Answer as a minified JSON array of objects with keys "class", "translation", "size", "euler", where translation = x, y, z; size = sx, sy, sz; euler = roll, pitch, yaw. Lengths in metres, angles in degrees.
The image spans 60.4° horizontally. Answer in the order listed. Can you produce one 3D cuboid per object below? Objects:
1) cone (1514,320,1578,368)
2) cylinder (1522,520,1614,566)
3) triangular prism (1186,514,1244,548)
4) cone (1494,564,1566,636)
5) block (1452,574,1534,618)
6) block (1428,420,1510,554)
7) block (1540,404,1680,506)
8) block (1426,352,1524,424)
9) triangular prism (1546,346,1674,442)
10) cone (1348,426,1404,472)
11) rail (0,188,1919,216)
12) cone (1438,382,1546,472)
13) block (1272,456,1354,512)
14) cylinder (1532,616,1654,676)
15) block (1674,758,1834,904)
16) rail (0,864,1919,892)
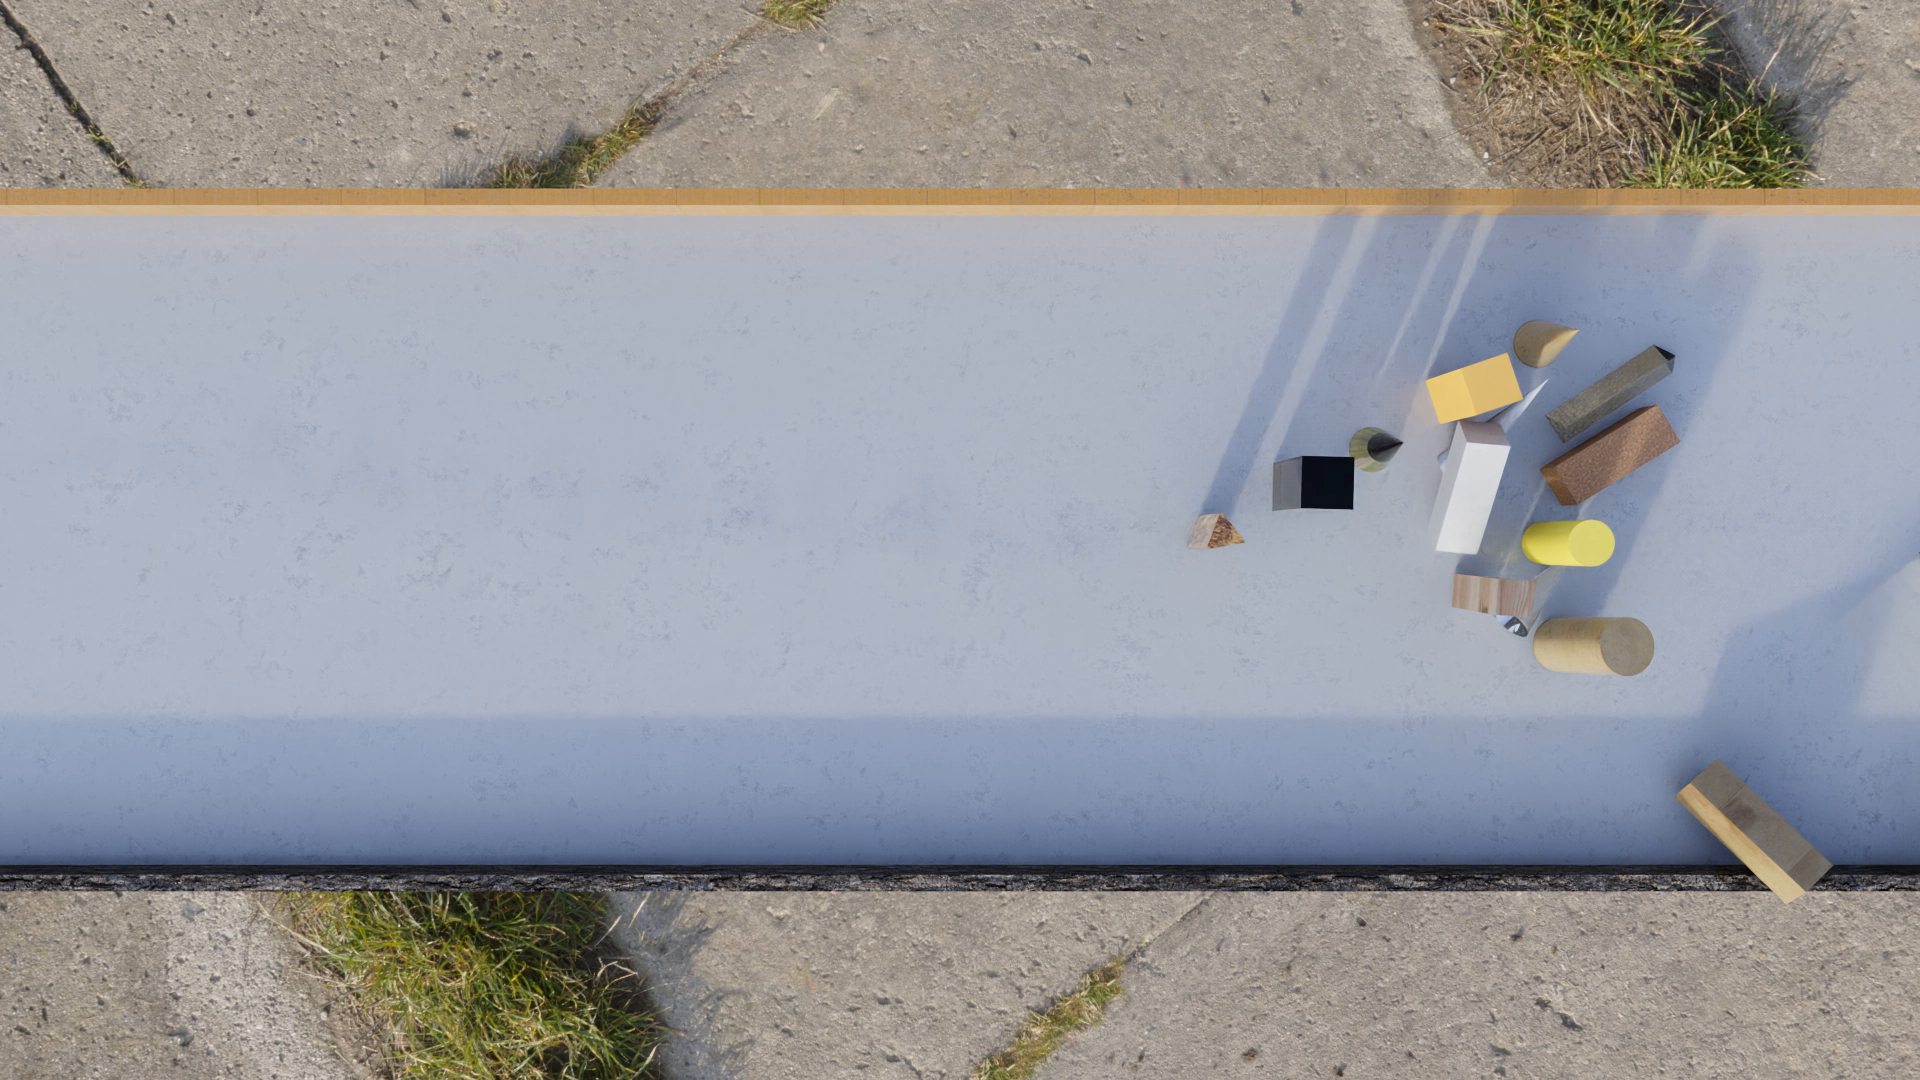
[{"class":"cone","translation":[1.777,-0.604,4.903],"size":[0.149,0.348,0.149],"euler":[0,90,0]},{"class":"cylinder","translation":[1.795,0.009,4.881],"size":[0.133,0.390,0.133],"euler":[0,90,0]},{"class":"triangular prism","translation":[0.742,-0.031,4.858],"size":[0.105,0.436,0.091],"euler":[-9,90,0]},{"class":"cone","translation":[1.788,0.132,5.045],"size":[0.128,0.128,0.336],"euler":[45,79,0]},{"class":"block","translation":[1.576,0.162,4.892],"size":[0.103,0.363,0.103],"euler":[4,91,-3]},{"class":"block","translation":[1.514,-0.155,4.915],"size":[0.126,0.126,0.384],"euler":[5,125,0]},{"class":"block","translation":[1.972,-0.256,5.010],"size":[0.361,0.132,0.132],"euler":[-31,90,0]},{"class":"block","translation":[1.522,-0.447,4.898],"size":[0.141,0.357,0.141],"euler":[-19,90,0]},{"class":"triangular prism","translation":[1.995,-0.449,5.030],"size":[0.398,0.088,0.102],"euler":[-33,90,0]},{"class":"cone","translation":[1.267,-0.278,4.891],"size":[0.140,0.371,0.140],"euler":[0,90,0]},{"class":"rail","translation":[-2.247,-1.025,5.002],"size":[12.000,0.150,0.050],"euler":[0,90,0]},{"class":"cone","translation":[1.603,-0.341,4.895],"size":[0.126,0.126,0.415],"euler":[38,130,0]},{"class":"block","translation":[1.037,-0.162,4.864],"size":[0.148,0.425,0.148],"euler":[1,90,0]},{"class":"cylinder","translation":[1.868,0.312,4.877],"size":[0.169,0.374,0.169],"euler":[0,87,-10]},{"class":"block","translation":[2.364,0.867,4.925],"size":[0.127,0.127,0.426],"euler":[-36,68,-17]},{"class":"rail","translation":[-2.247,1.025,5.001],"size":[12.000,0.150,0.050],"euler":[0,90,0]}]
